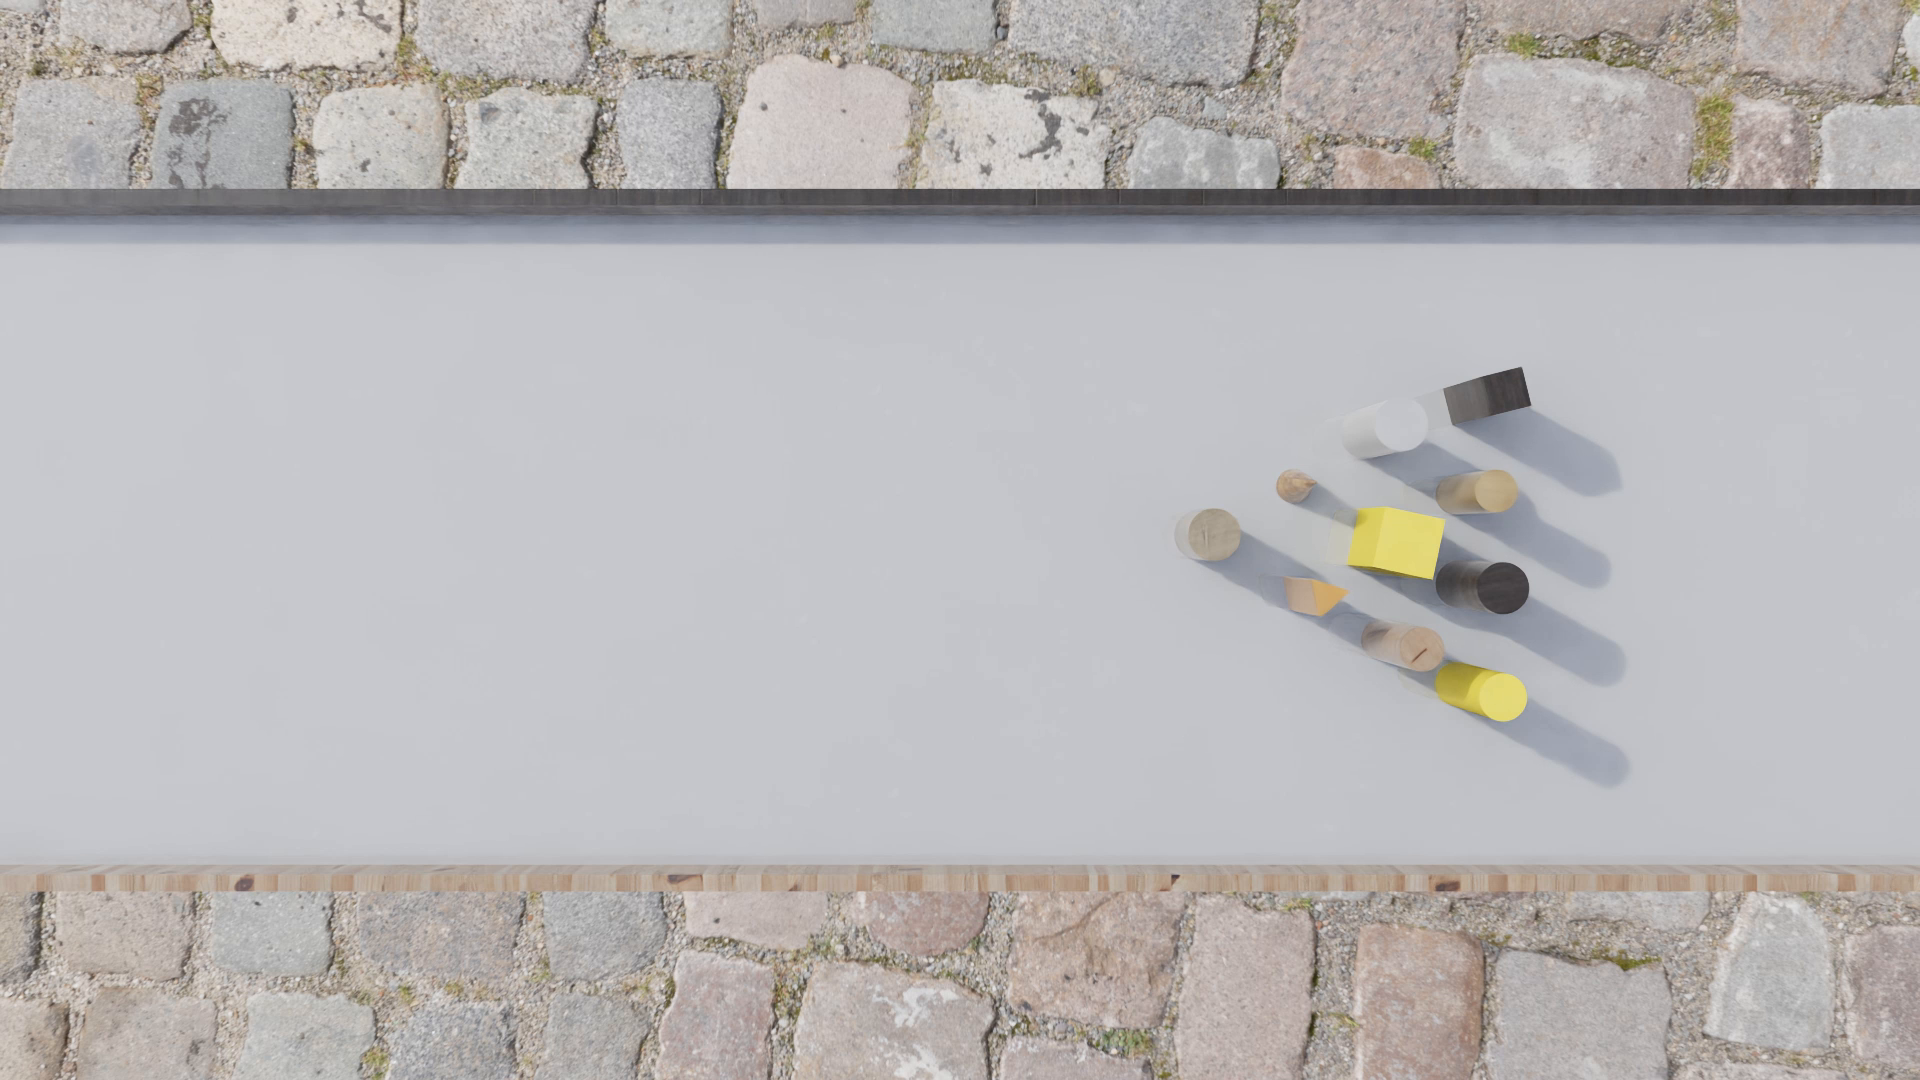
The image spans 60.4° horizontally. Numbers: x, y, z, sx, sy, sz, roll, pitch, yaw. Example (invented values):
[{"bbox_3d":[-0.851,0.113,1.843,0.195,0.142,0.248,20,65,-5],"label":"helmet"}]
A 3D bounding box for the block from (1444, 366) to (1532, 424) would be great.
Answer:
[{"bbox_3d":[1.556,-0.424,4.884,0.115,0.385,0.115,-14,90,0],"label":"block"}]

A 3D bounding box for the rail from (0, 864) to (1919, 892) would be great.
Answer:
[{"bbox_3d":[-2.247,1.025,5.001,12.000,0.150,0.050,0,90,0],"label":"rail"}]

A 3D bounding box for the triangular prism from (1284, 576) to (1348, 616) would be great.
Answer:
[{"bbox_3d":[1.026,0.147,4.866,0.107,0.422,0.093,-42,90,0],"label":"triangular prism"}]

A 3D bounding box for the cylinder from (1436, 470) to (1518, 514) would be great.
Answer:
[{"bbox_3d":[1.525,-0.139,4.882,0.123,0.390,0.123,0,90,0],"label":"cylinder"}]

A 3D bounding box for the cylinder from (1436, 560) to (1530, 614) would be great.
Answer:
[{"bbox_3d":[1.538,0.136,4.872,0.148,0.408,0.148,0,90,0],"label":"cylinder"}]

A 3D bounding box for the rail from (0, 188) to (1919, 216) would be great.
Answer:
[{"bbox_3d":[-2.247,-1.025,5.002,12.000,0.150,0.050,0,90,0],"label":"rail"}]

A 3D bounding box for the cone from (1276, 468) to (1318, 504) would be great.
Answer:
[{"bbox_3d":[1.027,-0.166,4.903,0.107,0.347,0.107,0,90,0],"label":"cone"}]

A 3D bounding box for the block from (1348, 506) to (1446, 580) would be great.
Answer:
[{"bbox_3d":[1.296,0.009,4.918,0.177,0.318,0.177,12,90,0],"label":"block"}]

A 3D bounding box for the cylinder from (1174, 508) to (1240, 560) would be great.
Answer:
[{"bbox_3d":[0.736,-0.016,4.923,0.153,0.307,0.153,0,90,0],"label":"cylinder"}]

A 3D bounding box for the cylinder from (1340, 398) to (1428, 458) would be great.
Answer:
[{"bbox_3d":[1.246,-0.327,4.867,0.153,0.419,0.153,0,90,0],"label":"cylinder"}]

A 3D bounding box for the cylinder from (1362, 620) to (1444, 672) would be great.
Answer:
[{"bbox_3d":[1.297,0.307,4.850,0.125,0.452,0.125,0,90,0],"label":"cylinder"}]

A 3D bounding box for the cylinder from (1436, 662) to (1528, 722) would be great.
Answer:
[{"bbox_3d":[1.530,0.443,4.861,0.136,0.430,0.136,0,90,0],"label":"cylinder"}]
